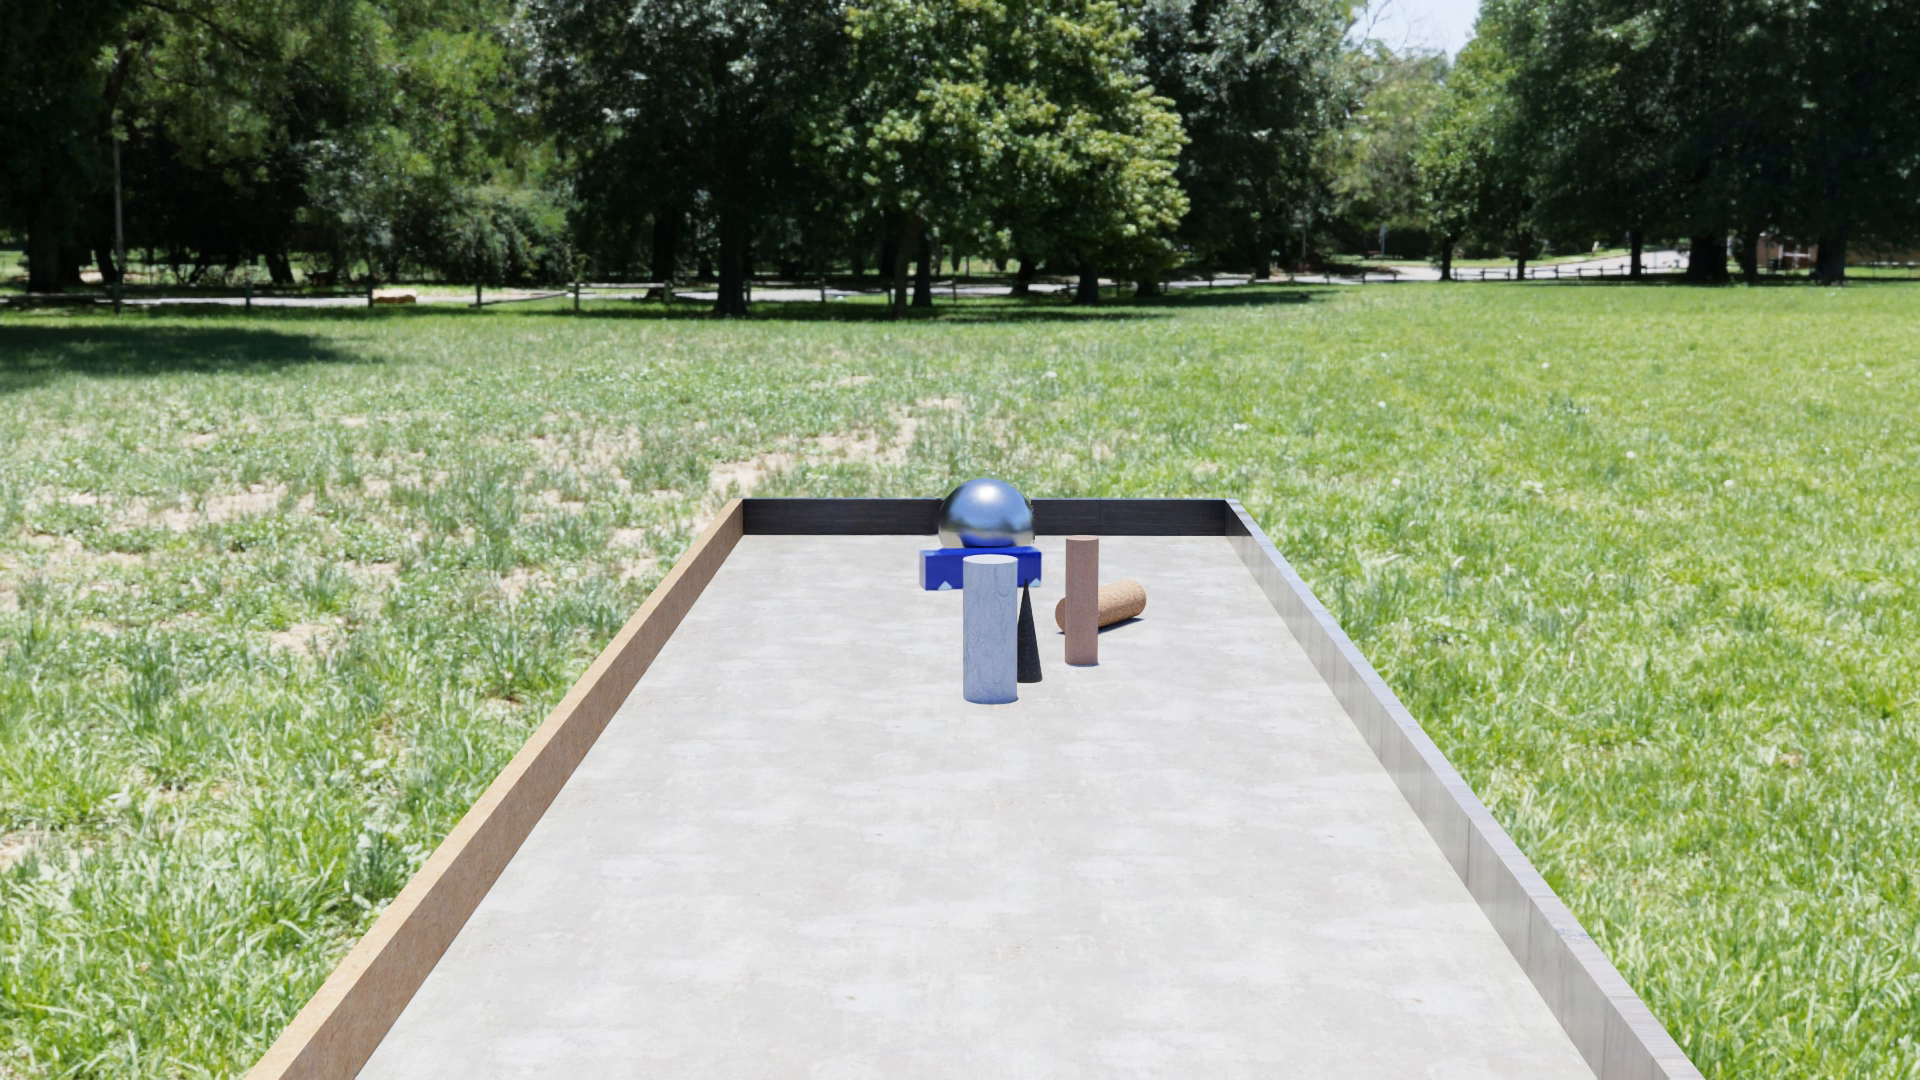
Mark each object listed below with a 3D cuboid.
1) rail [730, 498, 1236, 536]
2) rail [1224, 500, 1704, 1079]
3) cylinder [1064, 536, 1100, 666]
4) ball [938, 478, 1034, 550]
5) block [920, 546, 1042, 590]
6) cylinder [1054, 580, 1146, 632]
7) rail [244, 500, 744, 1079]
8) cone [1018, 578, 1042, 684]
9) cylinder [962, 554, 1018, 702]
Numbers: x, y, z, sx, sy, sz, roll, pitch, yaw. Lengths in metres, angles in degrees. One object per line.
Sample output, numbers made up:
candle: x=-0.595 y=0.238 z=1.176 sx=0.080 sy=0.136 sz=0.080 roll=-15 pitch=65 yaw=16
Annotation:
rail: x=0.099 y=-0.098 z=9.147 sx=2.100 sy=0.150 sz=0.050 roll=0 pitch=9 yaw=1
rail: x=1.046 y=0.843 z=3.208 sx=0.050 sy=0.150 sz=12.000 roll=0 pitch=9 yaw=1
cylinder: x=0.368 y=0.181 z=6.647 sx=0.100 sy=0.381 sz=0.100 roll=0 pitch=9 yaw=0
ball: x=0.096 y=-0.051 z=8.177 sx=0.361 sy=0.361 sz=0.361 roll=0 pitch=9 yaw=0
block: x=0.073 y=0.103 z=7.953 sx=0.426 sy=0.128 sz=0.128 roll=-2 pitch=9 yaw=-11
cylinder: x=0.464 y=0.219 z=7.217 sx=0.128 sy=0.128 sz=0.377 roll=6 pitch=11 yaw=33
rail: x=-1.004 y=0.839 z=3.234 sx=0.050 sy=0.150 sz=12.000 roll=0 pitch=9 yaw=1
cone: x=0.192 y=0.251 z=6.407 sx=0.101 sy=0.318 sz=0.101 roll=0 pitch=9 yaw=0
cylinder: x=0.085 y=0.248 z=6.191 sx=0.154 sy=0.393 sz=0.154 roll=0 pitch=9 yaw=0
